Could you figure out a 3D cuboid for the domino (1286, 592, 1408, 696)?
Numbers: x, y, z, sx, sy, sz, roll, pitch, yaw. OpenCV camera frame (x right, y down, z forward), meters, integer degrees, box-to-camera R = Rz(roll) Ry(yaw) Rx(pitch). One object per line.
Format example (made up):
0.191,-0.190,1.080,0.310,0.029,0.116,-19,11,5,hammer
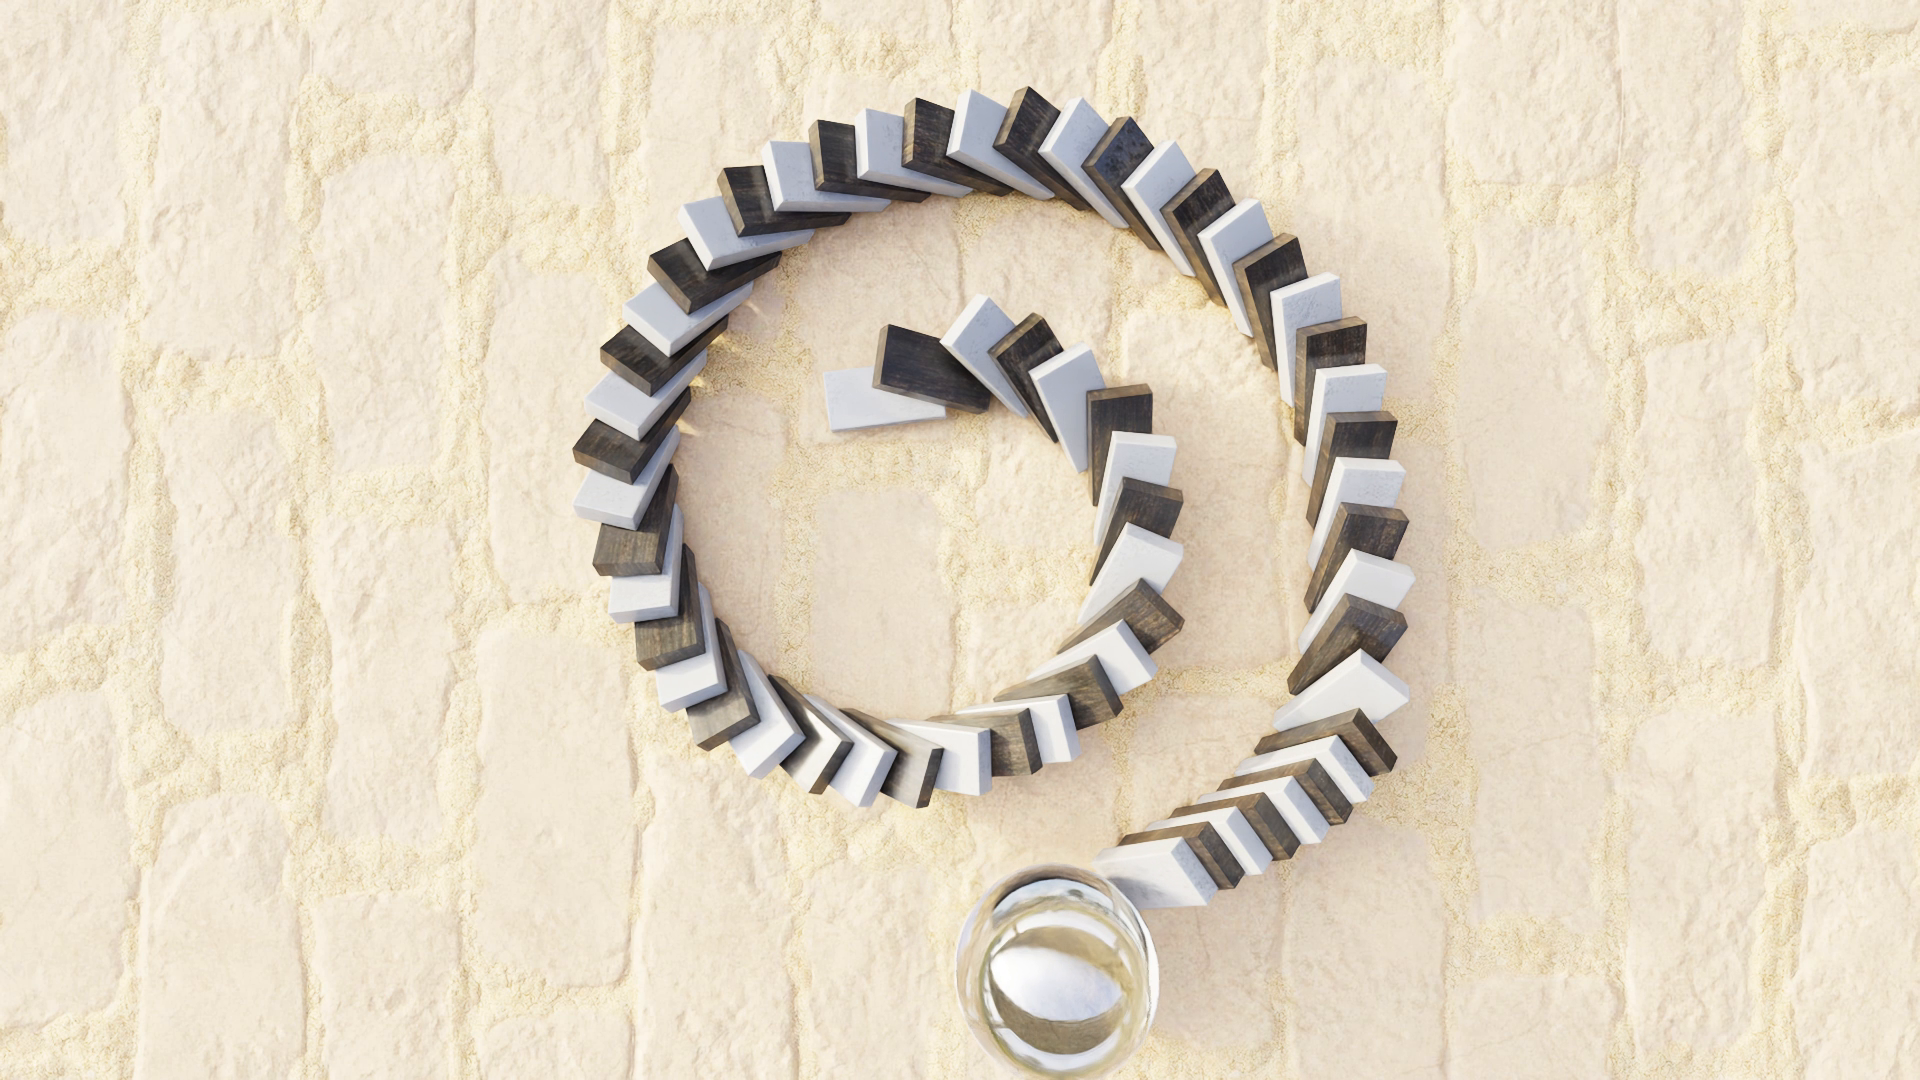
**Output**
0.161,0.048,0.383,0.025,0.009,0.050,20,122,0,domino

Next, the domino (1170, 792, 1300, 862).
0.111,0.120,0.378,0.010,0.050,0.025,-36,90,-39,domino

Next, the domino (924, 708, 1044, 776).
0.008,0.085,0.382,0.050,0.010,0.025,-13,91,34,domino

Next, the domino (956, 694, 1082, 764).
0.024,0.080,0.382,0.050,0.009,0.025,-14,90,34,domino

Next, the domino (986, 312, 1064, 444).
0.035,-0.067,0.382,0.025,0.009,0.050,-41,125,0,domino

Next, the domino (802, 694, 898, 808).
-0.051,0.087,0.382,0.050,0.009,0.025,26,91,35,domino

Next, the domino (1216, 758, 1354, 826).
0.132,0.107,0.378,0.010,0.050,0.025,-37,90,-39,domino

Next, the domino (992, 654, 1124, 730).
0.040,0.068,0.382,0.050,0.009,0.025,-28,90,34,domino

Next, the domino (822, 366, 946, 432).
-0.032,-0.062,0.395,0.050,0.009,0.025,-7,90,0,domino

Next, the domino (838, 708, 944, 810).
-0.032,0.090,0.383,0.050,0.010,0.025,15,90,33,domino

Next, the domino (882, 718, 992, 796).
-0.011,0.090,0.382,0.050,0.010,0.025,-1,91,34,domino

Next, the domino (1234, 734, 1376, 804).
0.141,0.098,0.378,0.009,0.050,0.025,-37,90,-39,domino

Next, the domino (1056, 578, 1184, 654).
0.066,0.040,0.382,0.025,0.010,0.050,44,125,0,domino

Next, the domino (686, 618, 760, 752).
-0.103,0.060,0.382,0.025,0.010,0.050,-30,56,0,domino

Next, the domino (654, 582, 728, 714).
-0.114,0.044,0.382,0.025,0.010,0.050,-22,57,1,domino

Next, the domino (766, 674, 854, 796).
-0.069,0.080,0.382,0.050,0.010,0.025,33,90,34,domino

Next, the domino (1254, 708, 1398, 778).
0.150,0.088,0.378,0.025,0.050,0.009,53,48,0,domino

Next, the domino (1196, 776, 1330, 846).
0.123,0.114,0.377,0.009,0.050,0.025,-37,91,-39,domino

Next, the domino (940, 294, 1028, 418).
0.017,-0.076,0.381,0.050,0.009,0.025,38,88,-36,domino

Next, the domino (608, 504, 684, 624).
-0.130,0.009,0.383,0.025,0.009,0.050,-8,57,0,domino

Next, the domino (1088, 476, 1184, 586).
0.073,0.000,0.382,0.025,0.009,0.050,13,123,0,domino

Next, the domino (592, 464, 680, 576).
-0.135,-0.009,0.382,0.025,0.009,0.050,-2,56,0,domino

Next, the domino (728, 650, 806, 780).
-0.087,0.072,0.382,0.025,0.009,0.050,-43,56,0,domino

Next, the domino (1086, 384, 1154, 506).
0.066,-0.039,0.382,0.025,0.010,0.050,-7,125,-1,domino

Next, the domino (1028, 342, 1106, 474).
0.050,-0.054,0.382,0.025,0.009,0.050,-30,125,0,domino

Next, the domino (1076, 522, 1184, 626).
0.070,0.019,0.382,0.025,0.010,0.050,23,125,0,domino

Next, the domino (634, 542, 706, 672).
-0.122,0.027,0.382,0.025,0.010,0.050,-18,57,0,domino

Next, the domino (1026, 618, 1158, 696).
0.054,0.056,0.382,0.050,0.010,0.025,-36,90,34,domino

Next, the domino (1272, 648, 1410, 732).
0.158,0.069,0.381,0.025,0.009,0.050,38,127,0,domino

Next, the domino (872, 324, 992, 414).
-0.010,-0.071,0.384,0.050,0.010,0.025,10,84,-26,domino

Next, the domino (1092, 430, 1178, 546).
0.072,-0.020,0.382,0.025,0.009,0.050,5,124,-1,domino
